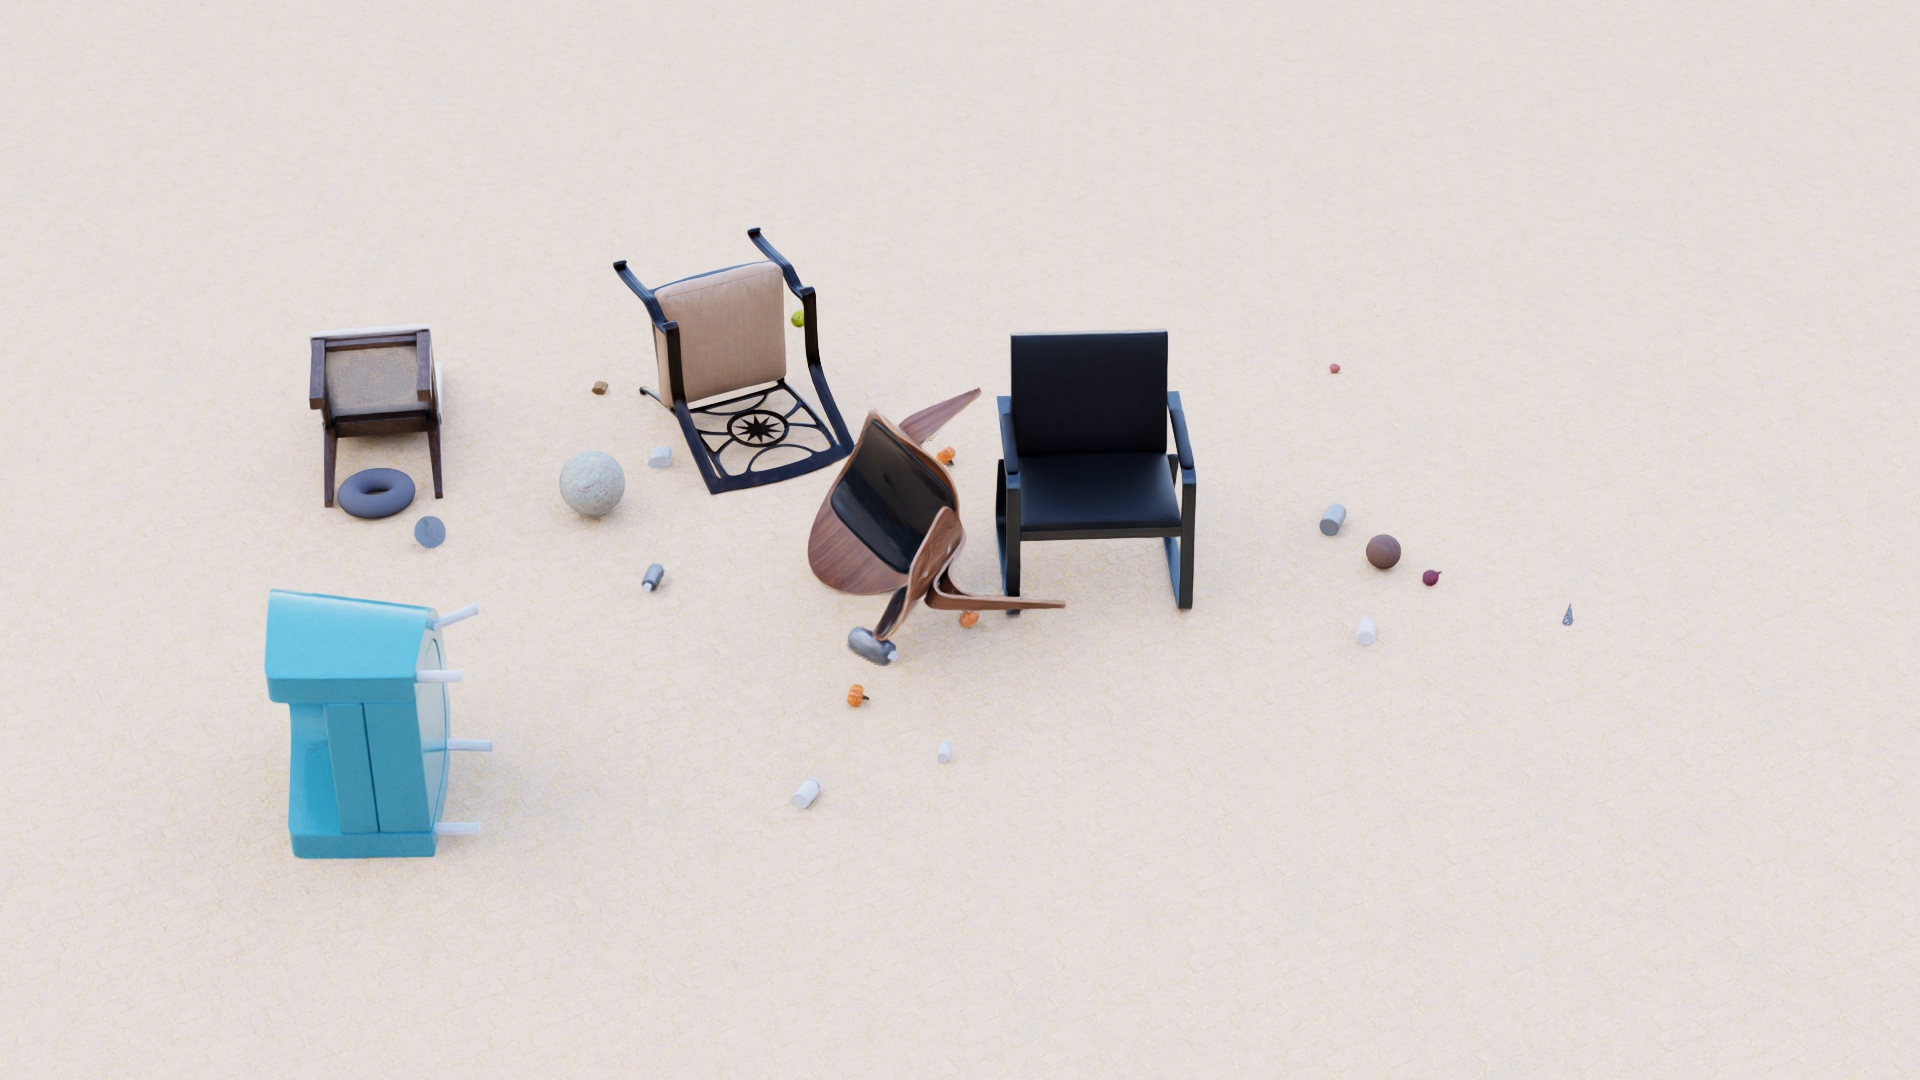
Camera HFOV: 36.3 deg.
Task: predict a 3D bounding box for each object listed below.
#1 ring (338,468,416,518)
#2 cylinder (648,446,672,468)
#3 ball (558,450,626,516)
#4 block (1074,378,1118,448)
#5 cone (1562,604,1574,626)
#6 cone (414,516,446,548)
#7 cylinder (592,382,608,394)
[{"bbox_3d":[-2.217,-0.178,11.138,0.283,0.087,0.301,24,39,30],"label":"ring"},{"bbox_3d":[-1.164,-0.320,11.377,0.091,0.055,0.074,-12,32,10],"label":"cylinder"},{"bbox_3d":[-1.386,-0.214,11.042,0.249,0.249,0.249,0,33,0],"label":"ball"},{"bbox_3d":[0.537,-0.498,11.516,0.121,0.202,0.157,13,36,19],"label":"block"},{"bbox_3d":[2.177,0.257,10.476,0.038,0.087,0.058,17,37,24],"label":"cone"},{"bbox_3d":[-2.002,-0.021,10.929,0.140,0.121,0.100,-14,1,-44],"label":"cone"},{"bbox_3d":[-1.455,-0.615,11.849,0.057,0.032,0.055,7,34,5],"label":"cylinder"}]
